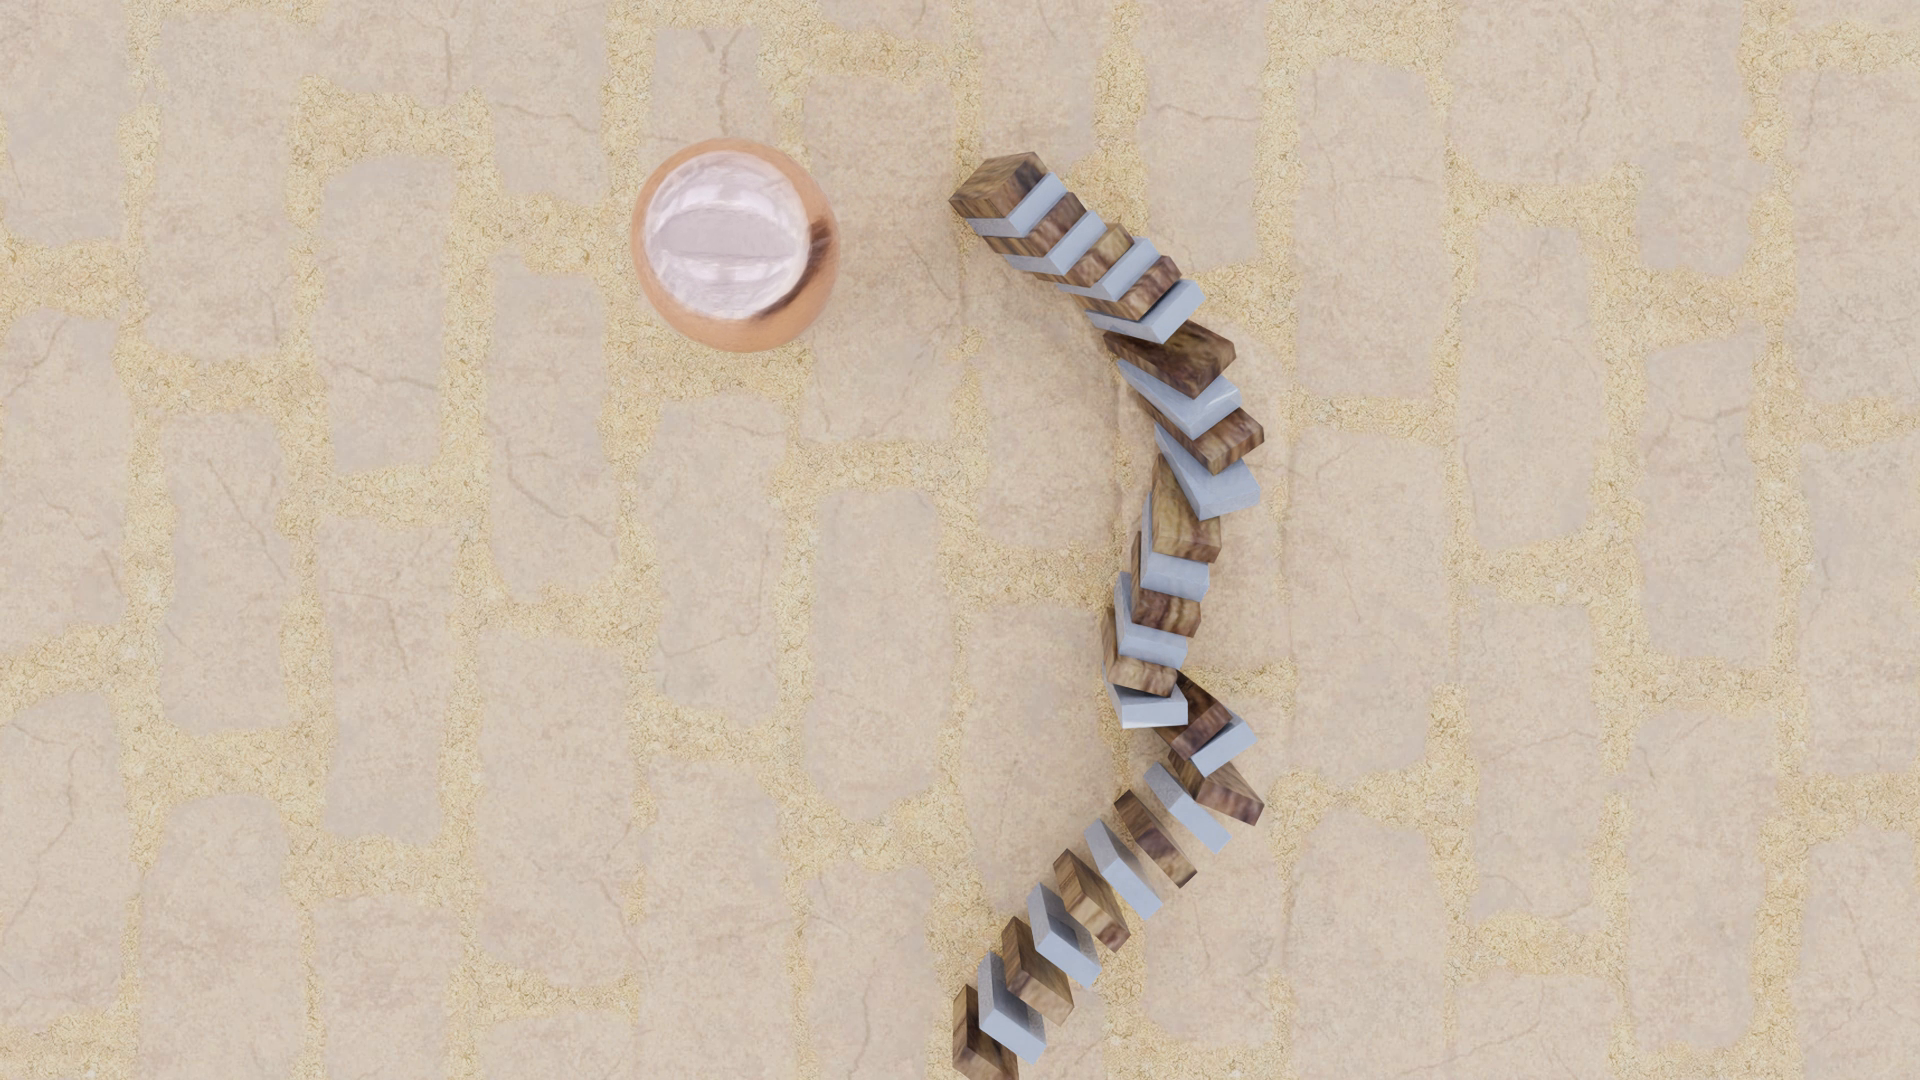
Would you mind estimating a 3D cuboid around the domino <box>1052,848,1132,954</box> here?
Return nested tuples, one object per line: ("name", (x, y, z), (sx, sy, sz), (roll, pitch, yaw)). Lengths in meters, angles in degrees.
("domino", (0.053, 0.146, 0.375), (0.025, 0.050, 0.009), (41, 90, 0))

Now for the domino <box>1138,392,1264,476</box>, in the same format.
("domino", (0.100, -0.051, 0.381), (0.025, 0.010, 0.050), (-34, 52, -2))

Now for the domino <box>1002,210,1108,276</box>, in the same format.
("domino", (0.037, -0.122, 0.376), (0.025, 0.050, 0.010), (-47, 117, 0))

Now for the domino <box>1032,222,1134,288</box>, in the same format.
("domino", (0.048, -0.118, 0.376), (0.025, 0.050, 0.010), (-46, 117, 0))

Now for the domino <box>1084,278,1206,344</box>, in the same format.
("domino", (0.075, -0.096, 0.376), (0.025, 0.050, 0.010), (-46, 121, -2))

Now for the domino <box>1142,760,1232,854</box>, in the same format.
("domino", (0.092, 0.108, 0.375), (0.025, 0.050, 0.009), (43, 90, 0))

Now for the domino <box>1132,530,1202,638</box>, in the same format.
("domino", (0.084, 0.017, 0.377), (0.025, 0.050, 0.010), (14, 127, 0))

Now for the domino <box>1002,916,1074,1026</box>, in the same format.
("domino", (0.031, 0.175, 0.375), (0.025, 0.050, 0.010), (36, 90, 0))

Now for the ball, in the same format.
("ball", (-0.087, -0.115, 0.360), (0.080, 0.080, 0.080), (0, 90, 0))

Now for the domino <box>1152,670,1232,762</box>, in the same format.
("domino", (0.089, 0.070, 0.375), (0.025, 0.050, 0.009), (-42, 99, 0))

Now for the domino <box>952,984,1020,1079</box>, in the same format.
("domino", (0.010, 0.205, 0.375), (0.025, 0.050, 0.010), (36, 90, 0))

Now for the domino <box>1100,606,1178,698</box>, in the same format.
("domino", (0.072, 0.045, 0.375), (0.025, 0.050, 0.010), (14, 111, 0))

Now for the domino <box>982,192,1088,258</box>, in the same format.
("domino", (0.029, -0.129, 0.376), (0.025, 0.050, 0.009), (-47, 117, 0))

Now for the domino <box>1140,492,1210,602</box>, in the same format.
("domino", (0.088, 0.002, 0.378), (0.025, 0.050, 0.010), (14, 133, 0))

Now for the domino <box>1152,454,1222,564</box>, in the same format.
("domino", (0.093, -0.014, 0.379), (0.025, 0.010, 0.050), (11, 46, 0))

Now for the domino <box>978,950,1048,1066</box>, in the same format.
("domino", (0.020, 0.190, 0.375), (0.025, 0.050, 0.010), (35, 90, 0))

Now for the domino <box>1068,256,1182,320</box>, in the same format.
("domino", (0.066, -0.105, 0.376), (0.025, 0.050, 0.009), (-46, 118, 0))

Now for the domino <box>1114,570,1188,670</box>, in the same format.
("domino", (0.077, 0.032, 0.376), (0.025, 0.050, 0.010), (14, 118, 0))

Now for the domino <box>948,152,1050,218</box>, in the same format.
("domino", (0.015, -0.145, 0.376), (0.025, 0.050, 0.010), (-47, 117, 0))

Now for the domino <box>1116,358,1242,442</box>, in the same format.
("domino", (0.090, -0.065, 0.381), (0.025, 0.010, 0.050), (-37, 52, 0))

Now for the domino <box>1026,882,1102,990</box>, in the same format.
("domino", (0.042, 0.160, 0.375), (0.025, 0.050, 0.009), (37, 90, 0))

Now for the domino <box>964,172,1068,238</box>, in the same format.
("domino", (0.022, -0.137, 0.376), (0.025, 0.050, 0.010), (-47, 117, 0))

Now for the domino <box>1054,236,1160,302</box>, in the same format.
("domino", (0.058, -0.112, 0.376), (0.025, 0.050, 0.009), (-46, 118, 0))

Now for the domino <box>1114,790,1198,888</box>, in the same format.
("domino", (0.079, 0.121, 0.375), (0.010, 0.050, 0.025), (-43, 90, 0))

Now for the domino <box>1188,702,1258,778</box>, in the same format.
("domino", (0.100, 0.078, 0.375), (0.025, 0.050, 0.009), (-35, 95, 0))

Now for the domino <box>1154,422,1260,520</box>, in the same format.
("domino", (0.102, -0.032, 0.380), (0.025, 0.010, 0.050), (-16, 50, -1))

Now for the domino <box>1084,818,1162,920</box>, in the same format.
("domino", (0.066, 0.133, 0.375), (0.009, 0.050, 0.025), (-43, 90, 0))

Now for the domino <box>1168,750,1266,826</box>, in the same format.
("domino", (0.103, 0.098, 0.374), (0.025, 0.050, 0.009), (23, 96, -2))

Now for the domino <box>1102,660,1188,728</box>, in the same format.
("domino", (0.074, 0.062, 0.374), (0.025, 0.050, 0.010), (-4, 103, 1))

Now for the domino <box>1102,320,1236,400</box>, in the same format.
("domino", (0.086, -0.080, 0.380), (0.025, 0.010, 0.050), (-44, 52, -5))
